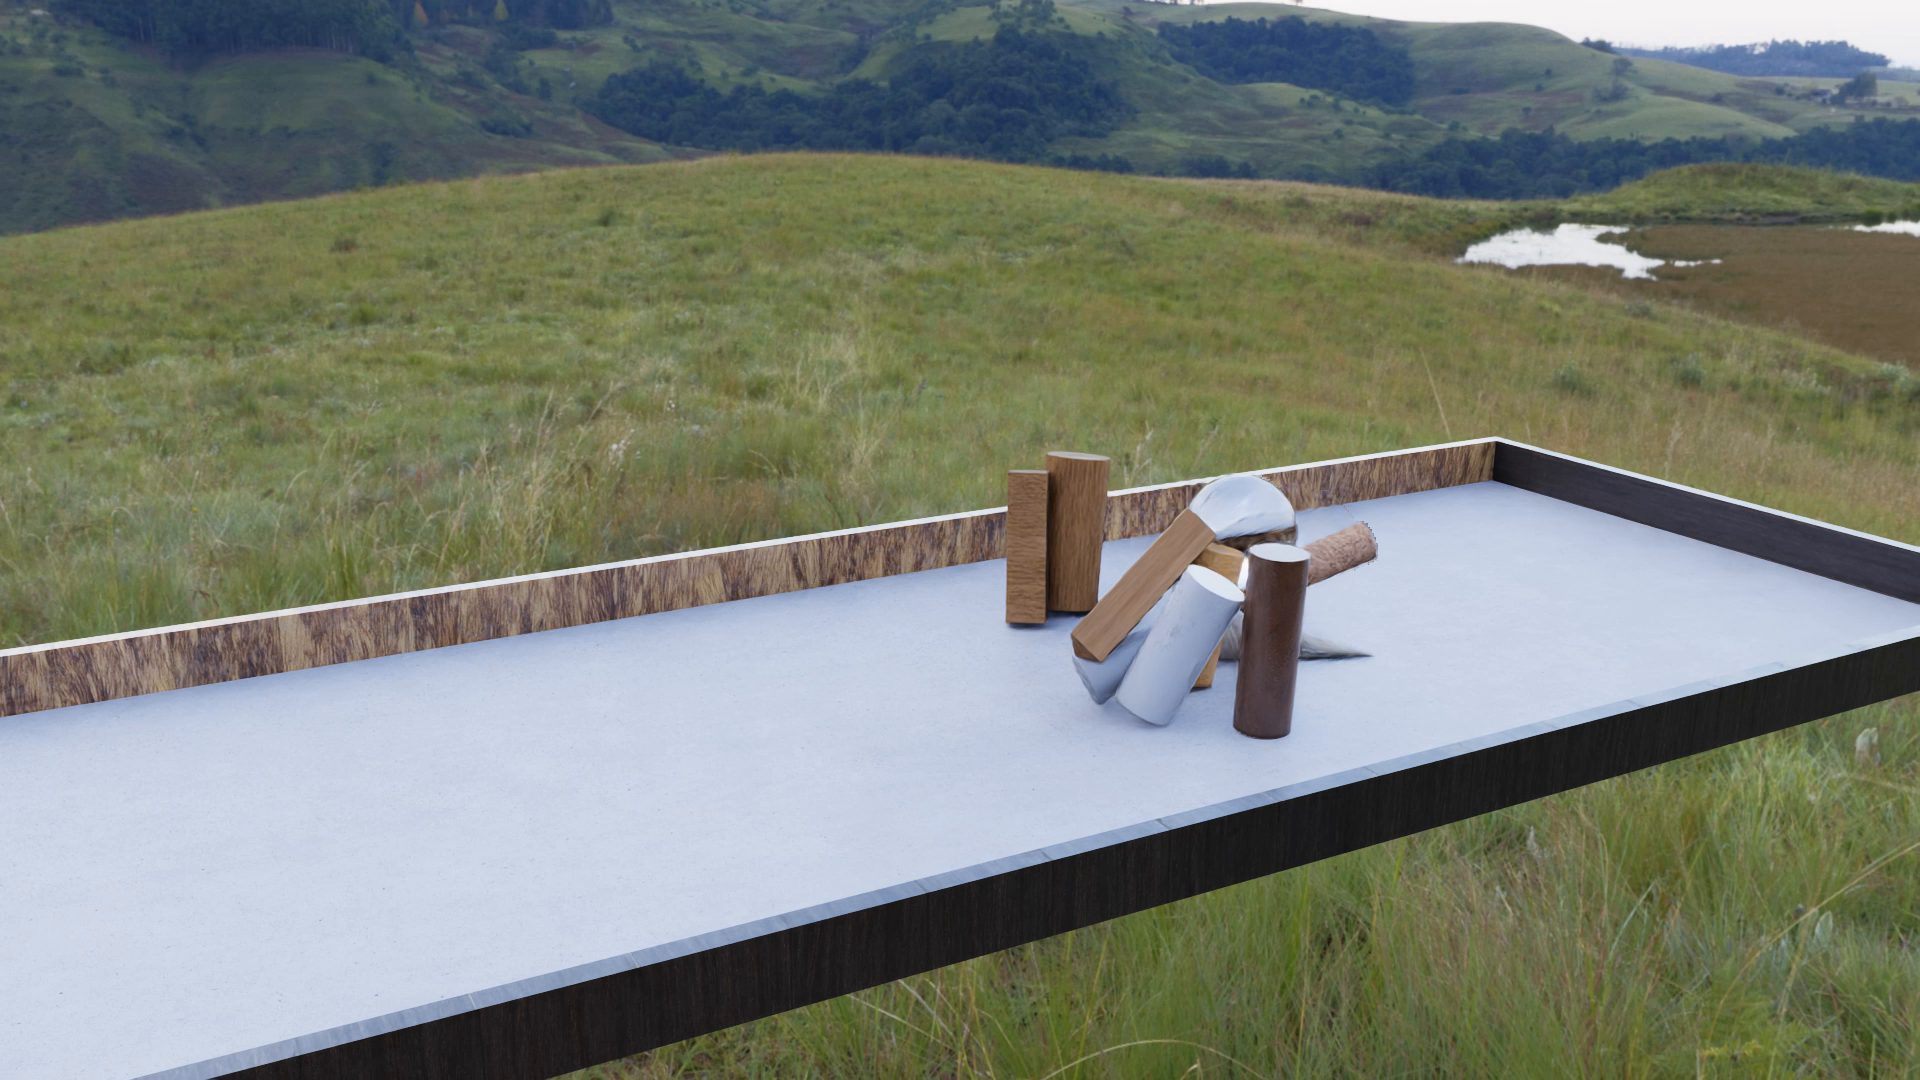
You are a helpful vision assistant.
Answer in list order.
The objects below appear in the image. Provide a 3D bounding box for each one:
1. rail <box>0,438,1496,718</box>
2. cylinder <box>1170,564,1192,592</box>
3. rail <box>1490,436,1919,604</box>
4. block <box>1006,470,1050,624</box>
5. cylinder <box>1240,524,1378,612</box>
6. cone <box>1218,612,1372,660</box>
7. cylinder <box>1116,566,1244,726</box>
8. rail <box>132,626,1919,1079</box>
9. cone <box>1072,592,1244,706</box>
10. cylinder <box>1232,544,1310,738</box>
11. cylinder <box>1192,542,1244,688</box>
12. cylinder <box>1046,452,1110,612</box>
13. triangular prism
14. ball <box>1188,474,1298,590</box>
[{"bbox_3d":[-3.305,0.497,3.399,12.000,0.150,0.050,-9,18,-27],"label":"rail"},{"bbox_3d":[0.774,0.073,4.803,0.374,0.136,0.136,-15,22,-42],"label":"cylinder"},{"bbox_3d":[2.466,-0.048,5.253,0.050,0.150,2.100,-9,18,-27],"label":"rail"},{"bbox_3d":[0.188,0.017,4.542,0.108,0.410,0.108,1,6,8],"label":"block"},{"bbox_3d":[0.966,0.079,4.653,0.406,0.110,0.110,-22,19,-5],"label":"cylinder"},{"bbox_3d":[0.865,0.272,4.294,0.455,0.154,0.154,9,16,-5],"label":"cone"},{"bbox_3d":[0.511,0.246,3.842,0.150,0.352,0.150,24,20,-9],"label":"cylinder"},{"bbox_3d":[-2.336,1.006,1.665,12.000,0.150,0.050,-9,18,-27],"label":"rail"},{"bbox_3d":[0.502,0.233,3.998,0.452,0.137,0.137,-29,21,-6],"label":"cone"},{"bbox_3d":[0.714,0.233,3.793,0.135,0.429,0.135,2,17,-1],"label":"cylinder"},{"bbox_3d":[0.607,0.185,4.090,0.119,0.340,0.119,12,12,-3],"label":"cylinder"},{"bbox_3d":[0.315,-0.025,4.645,0.179,0.426,0.179,4,9,-1],"label":"cylinder"},{"bbox_3d":[0.430,0.101,3.970,0.447,0.087,0.101,-45,28,-20],"label":"triangular prism"},{"bbox_3d":[0.765,-0.022,4.513,0.315,0.315,0.315,0,16,0],"label":"ball"}]
